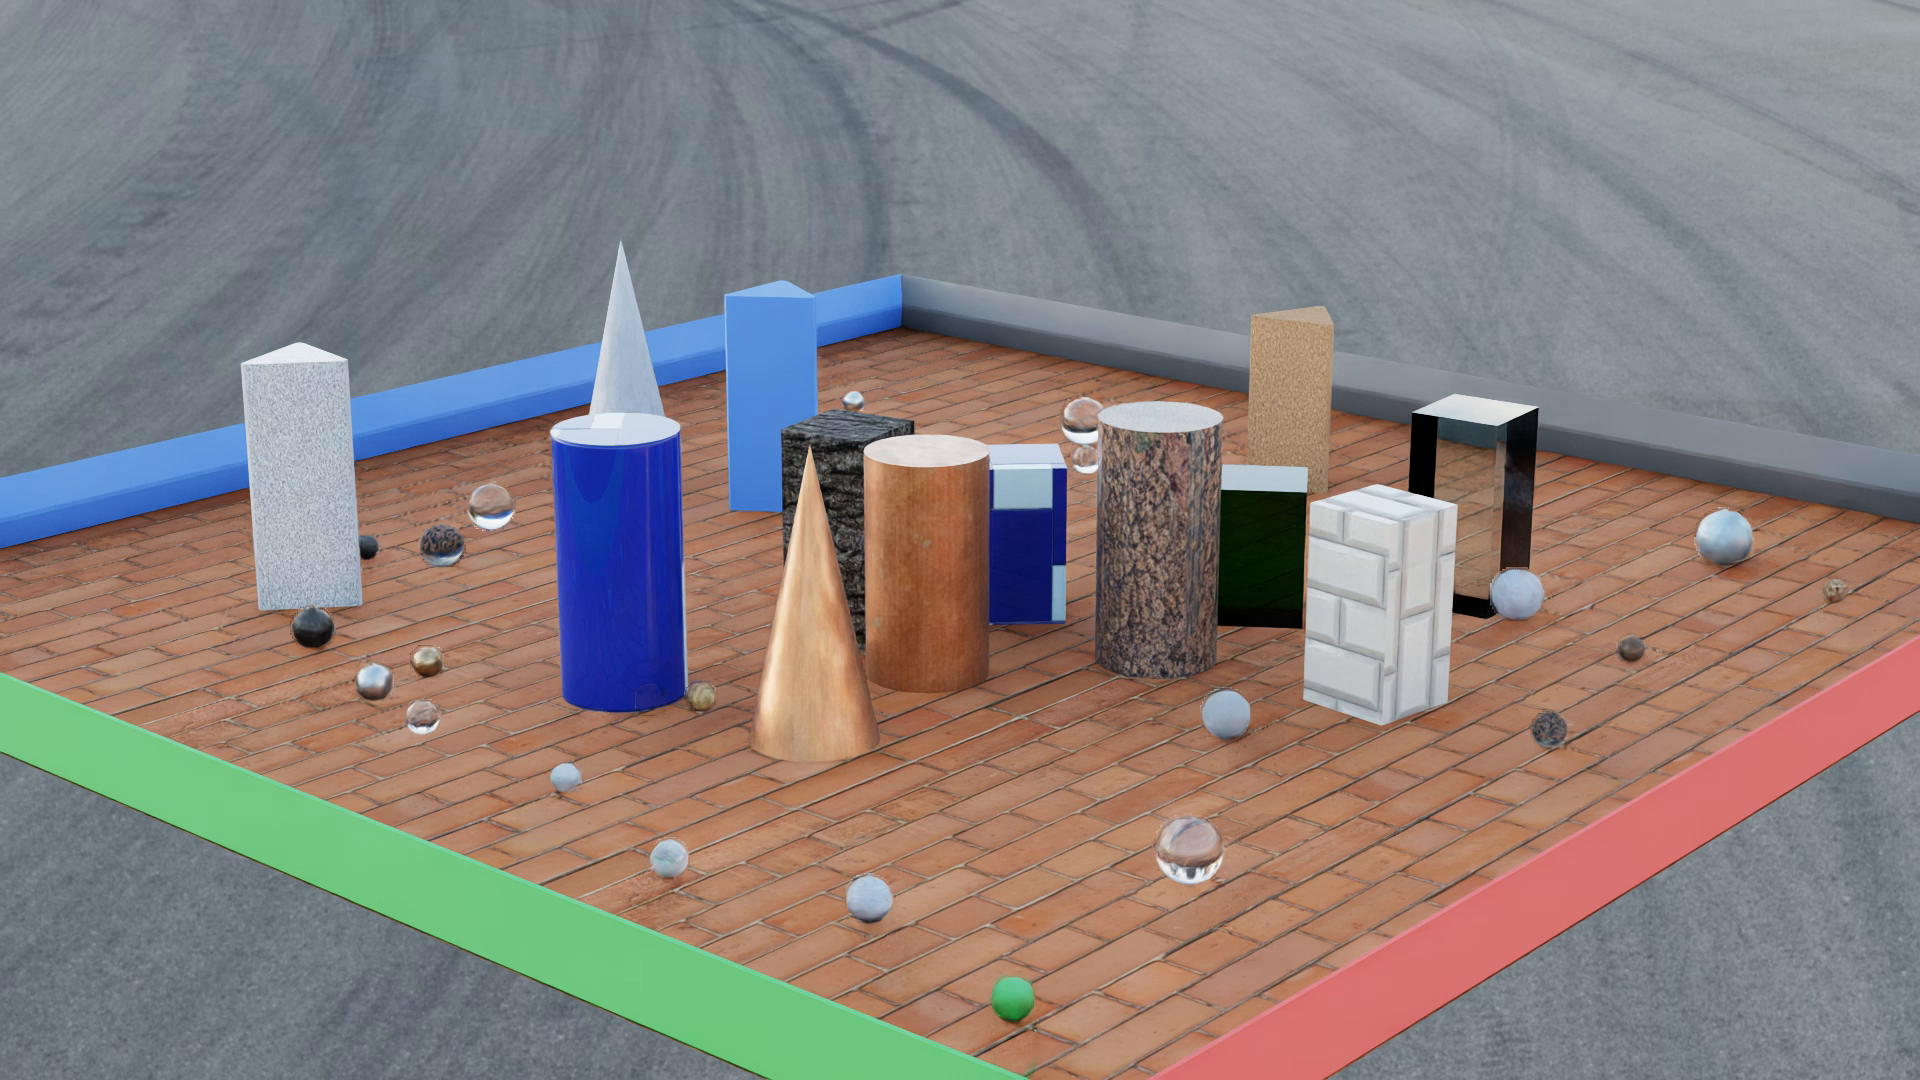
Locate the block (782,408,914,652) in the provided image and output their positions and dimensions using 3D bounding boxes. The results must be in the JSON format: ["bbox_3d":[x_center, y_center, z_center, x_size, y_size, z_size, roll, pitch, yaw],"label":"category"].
[{"bbox_3d":[-0.185,-0.019,4.898,0.160,0.358,0.160,9,19,29],"label":"block"}]

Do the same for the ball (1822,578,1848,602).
[{"bbox_3d":[1.519,0.088,5.090,0.042,0.042,0.042,0,17,0],"label":"ball"}]

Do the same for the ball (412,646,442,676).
[{"bbox_3d":[-0.857,0.196,4.720,0.049,0.049,0.049,0,17,0],"label":"ball"}]

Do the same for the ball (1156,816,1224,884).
[{"bbox_3d":[0.307,0.415,3.920,0.091,0.091,0.091,0,17,0],"label":"ball"}]

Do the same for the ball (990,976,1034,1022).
[{"bbox_3d":[0.064,0.552,3.530,0.053,0.053,0.053,0,17,0],"label":"ball"}]

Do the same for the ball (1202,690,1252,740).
[{"bbox_3d":[0.405,0.265,4.448,0.074,0.074,0.074,0,17,0],"label":"ball"}]

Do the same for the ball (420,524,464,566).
[{"bbox_3d":[-0.934,0.010,5.289,0.077,0.077,0.077,0,17,0],"label":"ball"}]

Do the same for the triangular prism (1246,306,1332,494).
[{"bbox_3d":[0.683,-0.284,5.814,0.173,0.338,0.150,10,19,29],"label":"triangular prism"}]

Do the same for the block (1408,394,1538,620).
[{"bbox_3d":[0.882,-0.060,5.063,0.160,0.341,0.160,12,20,34],"label":"block"}]

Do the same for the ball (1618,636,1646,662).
[{"bbox_3d":[1.098,0.178,4.791,0.042,0.042,0.042,0,17,0],"label":"ball"}]

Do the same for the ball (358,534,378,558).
[{"bbox_3d":[-1.082,0.013,5.338,0.044,0.044,0.044,0,17,0],"label":"ball"}]

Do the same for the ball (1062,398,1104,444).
[{"bbox_3d":[0.259,-0.247,6.107,0.098,0.098,0.098,0,17,0],"label":"ball"}]

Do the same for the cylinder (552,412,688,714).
[{"bbox_3d":[-0.532,0.034,4.596,0.200,0.431,0.200,0,17,0],"label":"cylinder"}]

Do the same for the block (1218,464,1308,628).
[{"bbox_3d":[0.509,0.010,5.008,0.160,0.240,0.160,2,17,7],"label":"block"}]

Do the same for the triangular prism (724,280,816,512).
[{"bbox_3d":[-0.350,-0.279,5.652,0.173,0.421,0.150,2,17,6],"label":"triangular prism"}]

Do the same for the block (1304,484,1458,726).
[{"bbox_3d":[0.654,0.099,4.569,0.160,0.323,0.160,-15,22,-40],"label":"block"}]

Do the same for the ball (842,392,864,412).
[{"bbox_3d":[-0.230,-0.298,6.363,0.048,0.048,0.048,0,17,0],"label":"ball"}]

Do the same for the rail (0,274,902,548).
[{"bbox_3d":[-1.130,-0.250,6.059,0.045,0.130,3.058,14,22,39],"label":"rail"}]

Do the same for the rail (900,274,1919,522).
[{"bbox_3d":[0.987,-0.295,6.208,3.039,0.130,0.045,14,22,39],"label":"rail"}]

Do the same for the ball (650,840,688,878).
[{"bbox_3d":[-0.391,0.429,3.944,0.051,0.051,0.051,0,17,0],"label":"ball"}]

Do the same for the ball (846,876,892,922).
[{"bbox_3d":[-0.118,0.466,3.803,0.060,0.060,0.060,0,17,0],"label":"ball"}]

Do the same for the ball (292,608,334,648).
[{"bbox_3d":[-1.071,0.146,4.856,0.067,0.067,0.067,0,17,0],"label":"ball"}]

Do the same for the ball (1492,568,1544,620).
[{"bbox_3d":[0.948,0.093,4.983,0.088,0.088,0.088,0,17,0],"label":"ball"}]

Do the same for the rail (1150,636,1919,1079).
[{"bbox_3d":[1.130,0.315,4.181,0.045,0.130,3.058,14,22,39],"label":"rail"}]

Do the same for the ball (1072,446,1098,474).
[{"bbox_3d":[0.255,-0.161,5.892,0.057,0.057,0.057,0,17,0],"label":"ball"}]

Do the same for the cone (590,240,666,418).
[{"bbox_3d":[-0.670,-0.369,5.859,0.200,0.474,0.200,0,17,0],"label":"cone"}]

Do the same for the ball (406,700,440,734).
[{"bbox_3d":[-0.819,0.270,4.468,0.052,0.052,0.052,0,17,0],"label":"ball"}]

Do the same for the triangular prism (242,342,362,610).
[{"bbox_3d":[-1.134,-0.113,5.077,0.173,0.435,0.150,-3,17,-9],"label":"triangular prism"}]

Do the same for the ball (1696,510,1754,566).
[{"bbox_3d":[1.382,-0.005,5.298,0.100,0.100,0.100,0,17,0],"label":"ball"}]

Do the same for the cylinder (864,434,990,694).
[{"bbox_3d":[-0.053,0.036,4.691,0.200,0.372,0.200,0,17,0],"label":"cylinder"}]

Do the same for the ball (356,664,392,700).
[{"bbox_3d":[-0.922,0.224,4.612,0.057,0.057,0.057,0,17,0],"label":"ball"}]

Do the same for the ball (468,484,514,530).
[{"bbox_3d":[-0.882,-0.062,5.514,0.086,0.086,0.086,0,17,0],"label":"ball"}]

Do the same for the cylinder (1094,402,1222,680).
[{"bbox_3d":[0.321,-0.001,4.750,0.200,0.410,0.200,0,17,0],"label":"cylinder"}]

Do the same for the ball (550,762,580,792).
[{"bbox_3d":[-0.571,0.344,4.241,0.042,0.042,0.042,0,17,0],"label":"ball"}]

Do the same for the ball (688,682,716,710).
[{"bbox_3d":[-0.403,0.244,4.570,0.044,0.044,0.044,0,17,0],"label":"ball"}]

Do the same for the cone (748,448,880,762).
[{"bbox_3d":[-0.221,0.080,4.389,0.200,0.463,0.200,0,17,0],"label":"cone"}]

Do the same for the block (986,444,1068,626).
[{"bbox_3d":[0.094,-0.011,5.016,0.160,0.274,0.160,-1,17,-4],"label":"block"}]

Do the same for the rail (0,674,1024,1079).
[{"bbox_3d":[-0.987,0.360,4.031,3.039,0.130,0.045,14,22,39],"label":"rail"}]

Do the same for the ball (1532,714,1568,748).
[{"bbox_3d":[0.888,0.287,4.412,0.052,0.052,0.052,0,17,0],"label":"ball"}]
